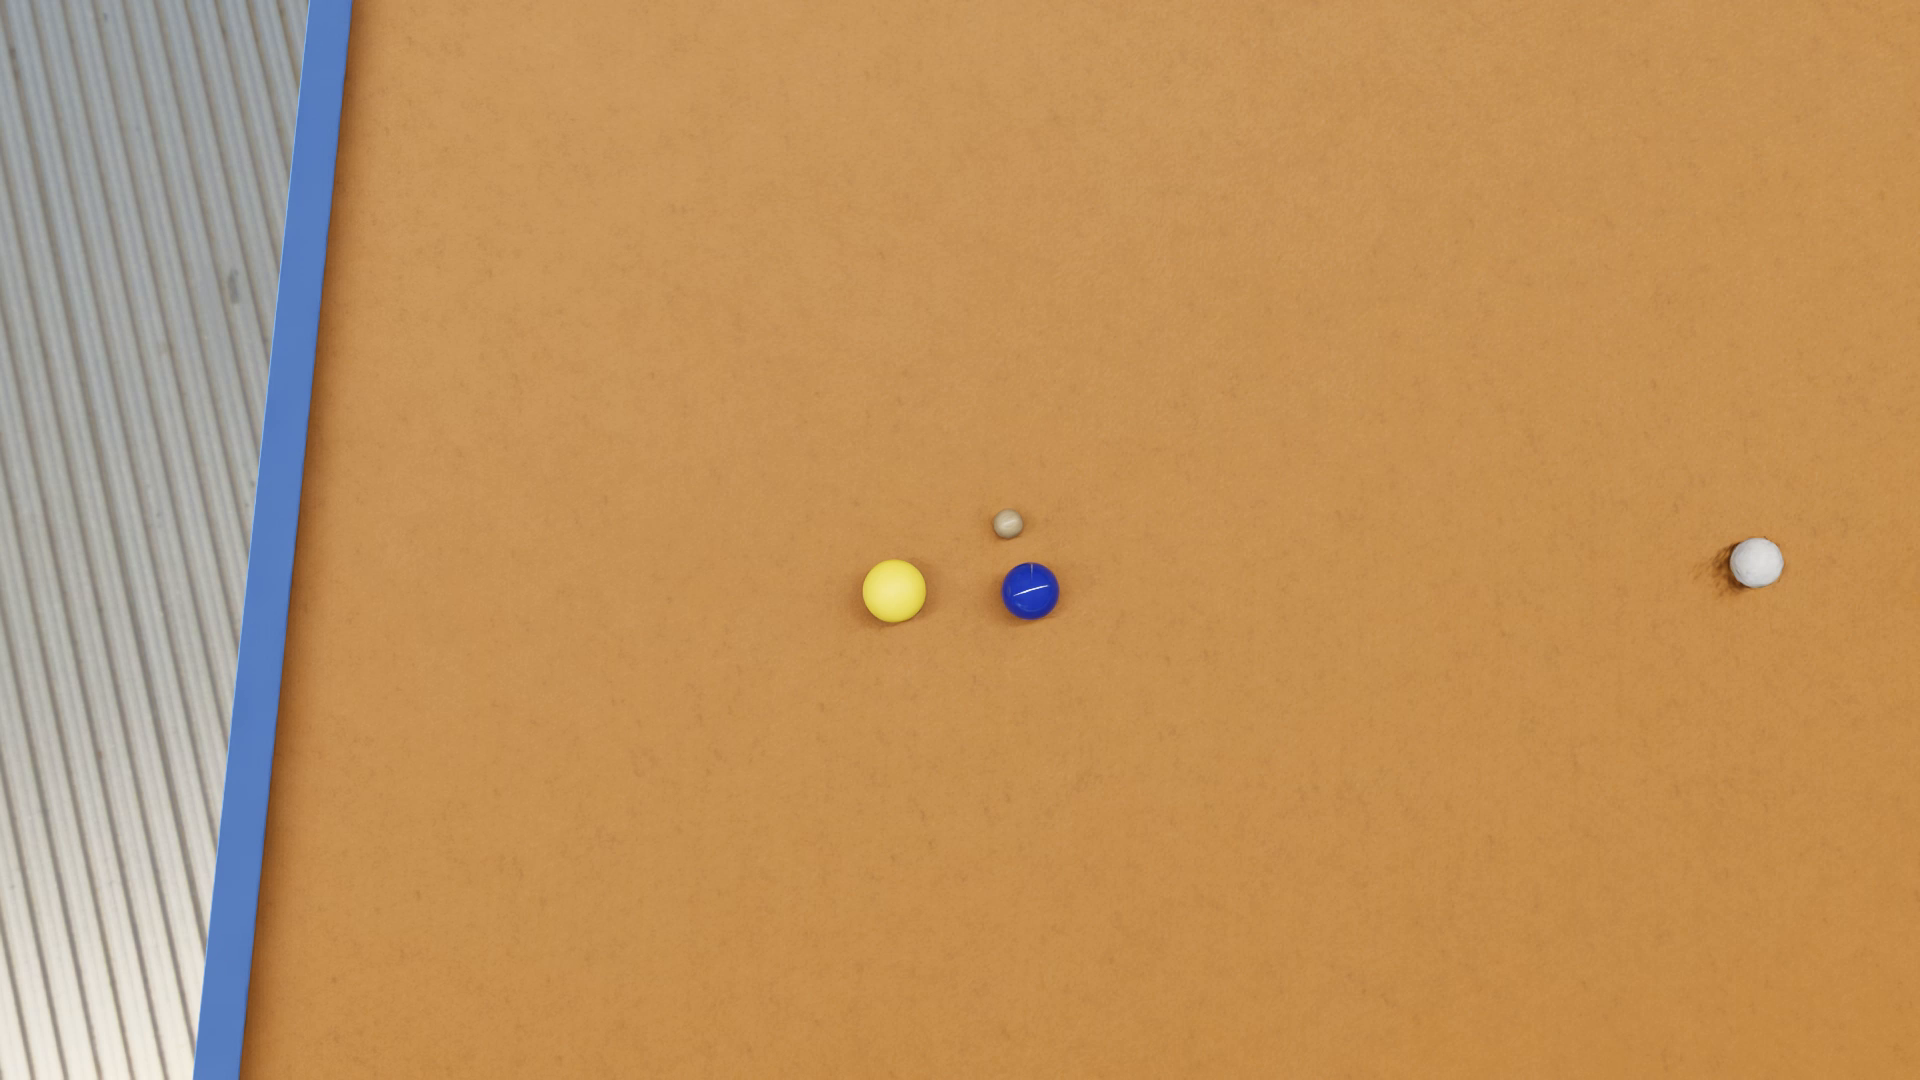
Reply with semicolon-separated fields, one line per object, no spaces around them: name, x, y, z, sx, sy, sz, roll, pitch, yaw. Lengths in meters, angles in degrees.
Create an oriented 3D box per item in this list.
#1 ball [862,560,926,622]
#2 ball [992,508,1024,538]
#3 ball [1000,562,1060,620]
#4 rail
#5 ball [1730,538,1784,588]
ball;-0.097;0.075;3.244;0.094;0.094;0.094;0;82;0
ball;0.072;-0.025;3.283;0.045;0.045;0.045;0;82;0
ball;0.104;0.076;3.247;0.087;0.087;0.087;0;82;0
rail;-0.998;-0.064;3.249;0.045;0.122;2.071;3;82;0
ball;1.181;0.034;3.260;0.074;0.074;0.074;0;82;0
